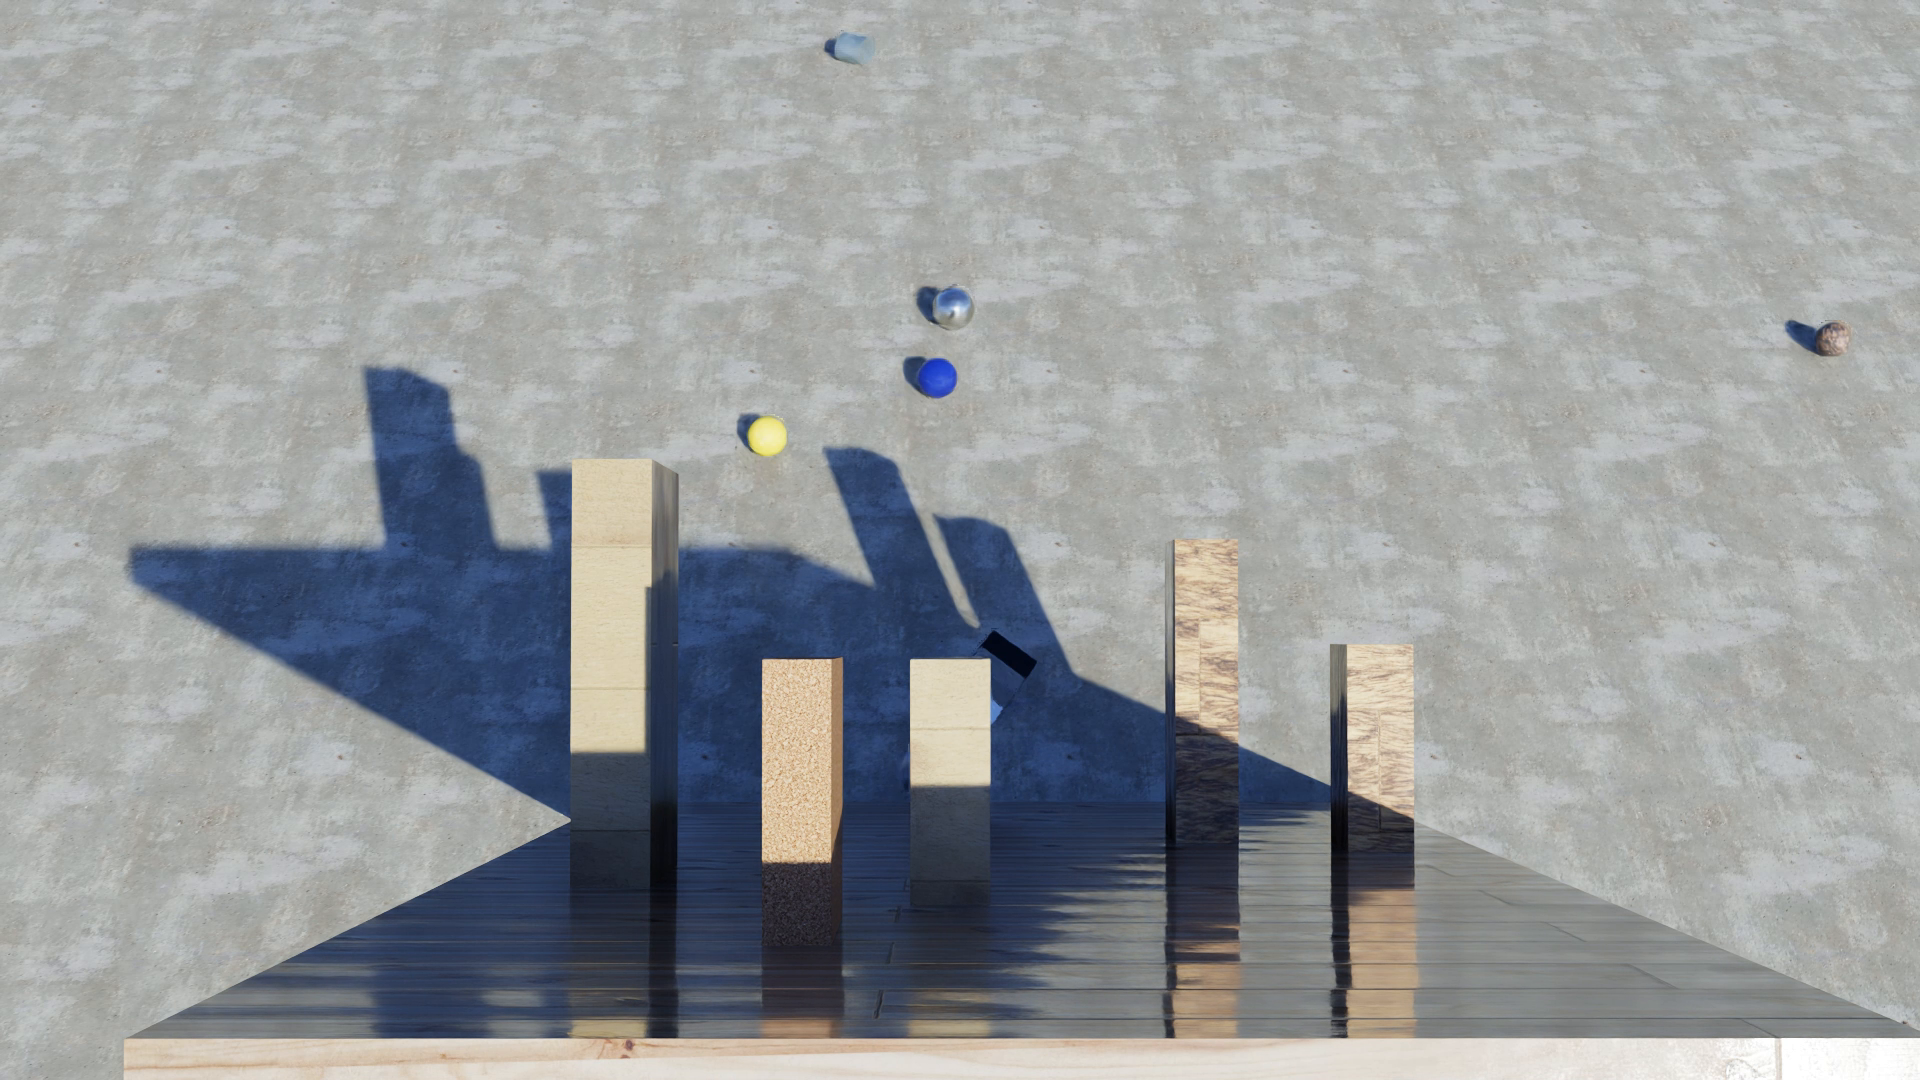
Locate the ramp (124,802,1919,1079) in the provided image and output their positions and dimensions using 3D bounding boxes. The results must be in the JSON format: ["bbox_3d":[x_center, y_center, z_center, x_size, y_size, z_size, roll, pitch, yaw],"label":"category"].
[{"bbox_3d":[0.078,0.671,4.861,2.000,0.100,4.000,0,-2,0],"label":"ramp"}]

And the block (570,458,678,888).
[{"bbox_3d":[-0.615,0.241,4.799,0.141,0.754,0.440,0,-2,0],"label":"block"}]

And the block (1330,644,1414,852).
[{"bbox_3d":[0.859,0.429,5.432,0.135,0.422,0.249,0,-2,0],"label":"block"}]

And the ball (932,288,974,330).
[{"bbox_3d":[-0.023,-0.796,8.949,0.148,0.148,0.148,0,36,0],"label":"ball"}]

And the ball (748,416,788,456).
[{"bbox_3d":[-0.617,-0.332,8.317,0.128,0.128,0.128,0,36,0],"label":"ball"}]

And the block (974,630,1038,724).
[{"bbox_3d":[0.090,0.383,7.250,0.154,0.154,0.154,36,43,3],"label":"block"}]

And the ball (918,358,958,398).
[{"bbox_3d":[-0.074,-0.536,8.598,0.134,0.134,0.134,0,36,0],"label":"ball"}]

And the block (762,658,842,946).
[{"bbox_3d":[-0.234,0.382,3.903,0.099,0.409,0.365,0,-2,0],"label":"block"}]

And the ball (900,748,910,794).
[{"bbox_3d":[-0.058,0.590,6.636,0.188,0.188,0.188,0,36,0],"label":"ball"}]

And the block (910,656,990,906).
[{"bbox_3d":[-0.016,0.406,4.484,0.132,0.403,0.423,0,-2,0],"label":"block"}]

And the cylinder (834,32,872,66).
[{"bbox_3d":[-0.436,-2.017,10.678,0.114,0.114,0.114,17,39,24],"label":"cylinder"}]

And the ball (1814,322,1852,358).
[{"bbox_3d":[2.960,-0.678,8.808,0.119,0.119,0.119,0,36,0],"label":"ball"}]

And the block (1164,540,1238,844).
[{"bbox_3d":[0.525,0.326,5.667,0.134,0.646,0.274,0,-2,0],"label":"block"}]
